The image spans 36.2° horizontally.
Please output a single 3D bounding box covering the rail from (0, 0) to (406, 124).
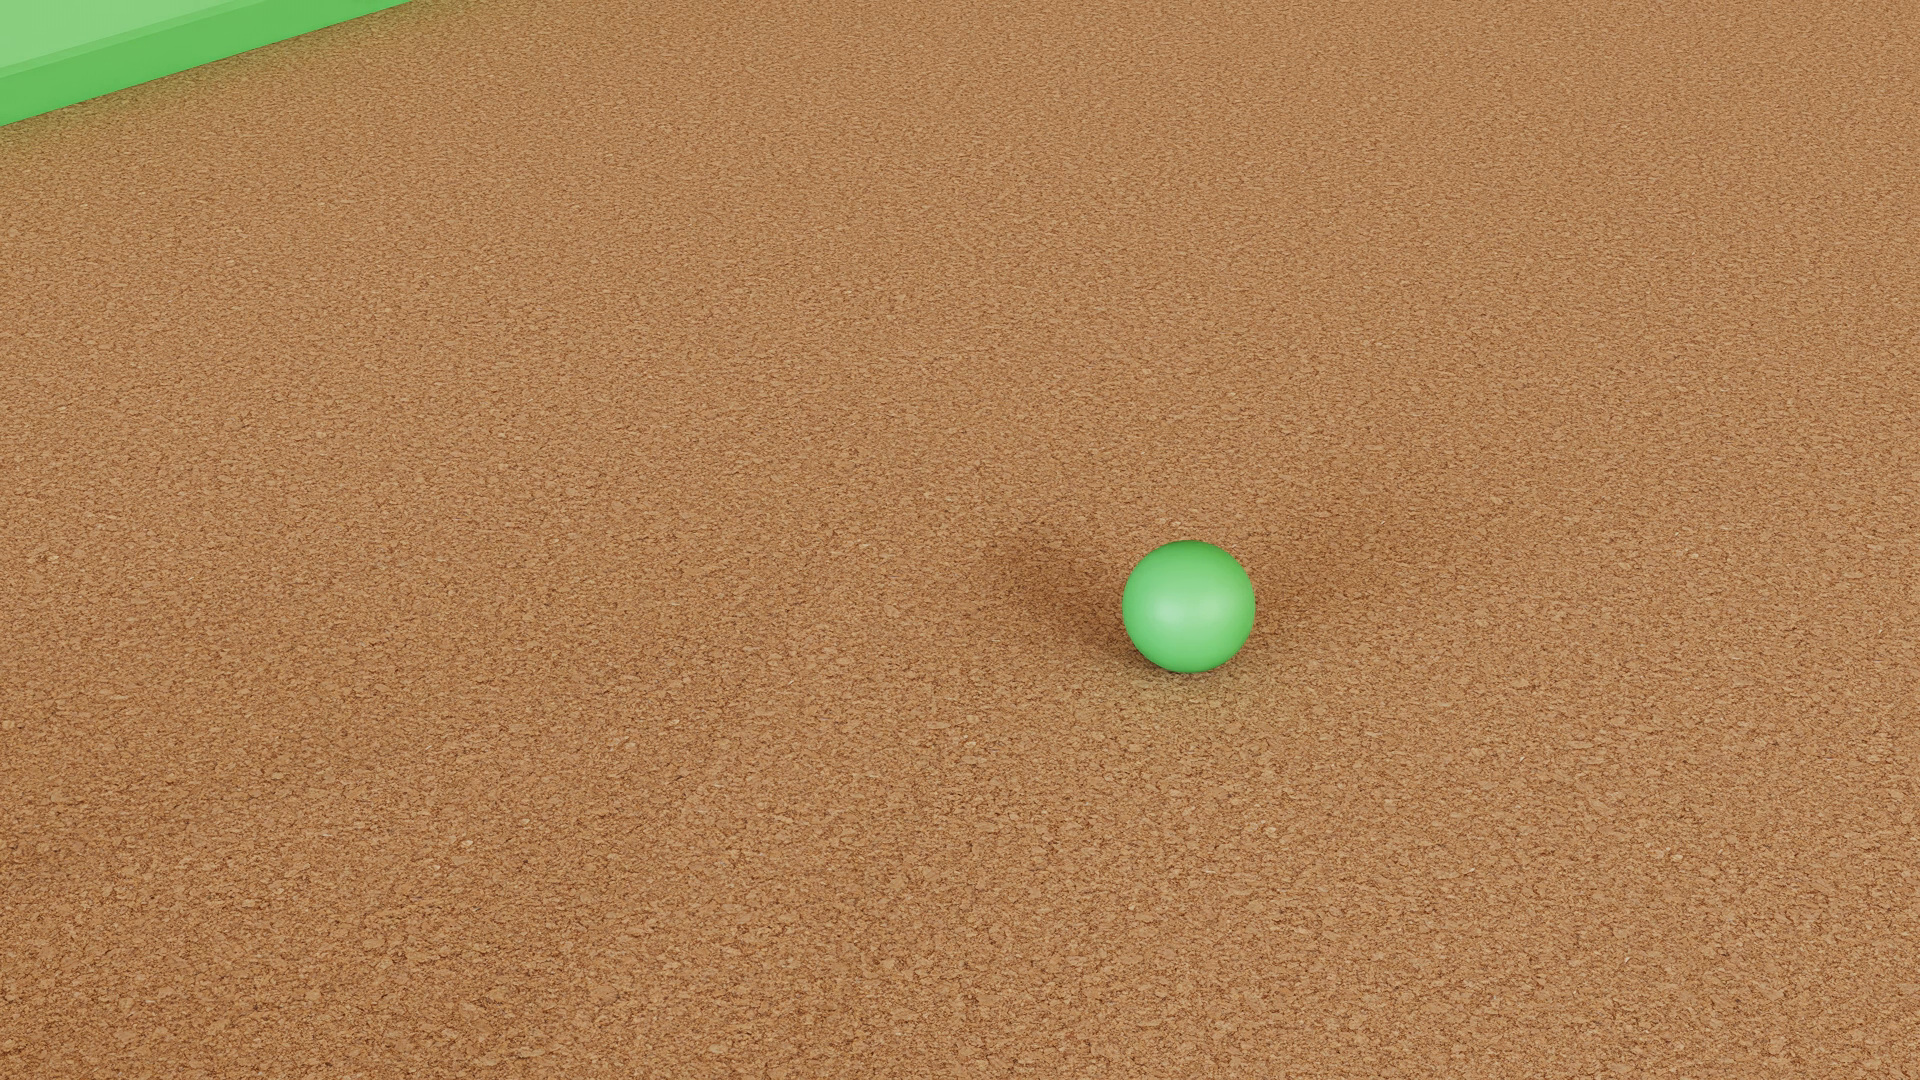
[{"bbox_3d":[-0.263,-0.712,3.078,0.045,0.120,4.218,19,32,33],"label":"rail"}]

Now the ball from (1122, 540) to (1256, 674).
[{"bbox_3d":[0.128,0.037,1.642,0.074,0.074,0.074,0,27,0],"label":"ball"}]
